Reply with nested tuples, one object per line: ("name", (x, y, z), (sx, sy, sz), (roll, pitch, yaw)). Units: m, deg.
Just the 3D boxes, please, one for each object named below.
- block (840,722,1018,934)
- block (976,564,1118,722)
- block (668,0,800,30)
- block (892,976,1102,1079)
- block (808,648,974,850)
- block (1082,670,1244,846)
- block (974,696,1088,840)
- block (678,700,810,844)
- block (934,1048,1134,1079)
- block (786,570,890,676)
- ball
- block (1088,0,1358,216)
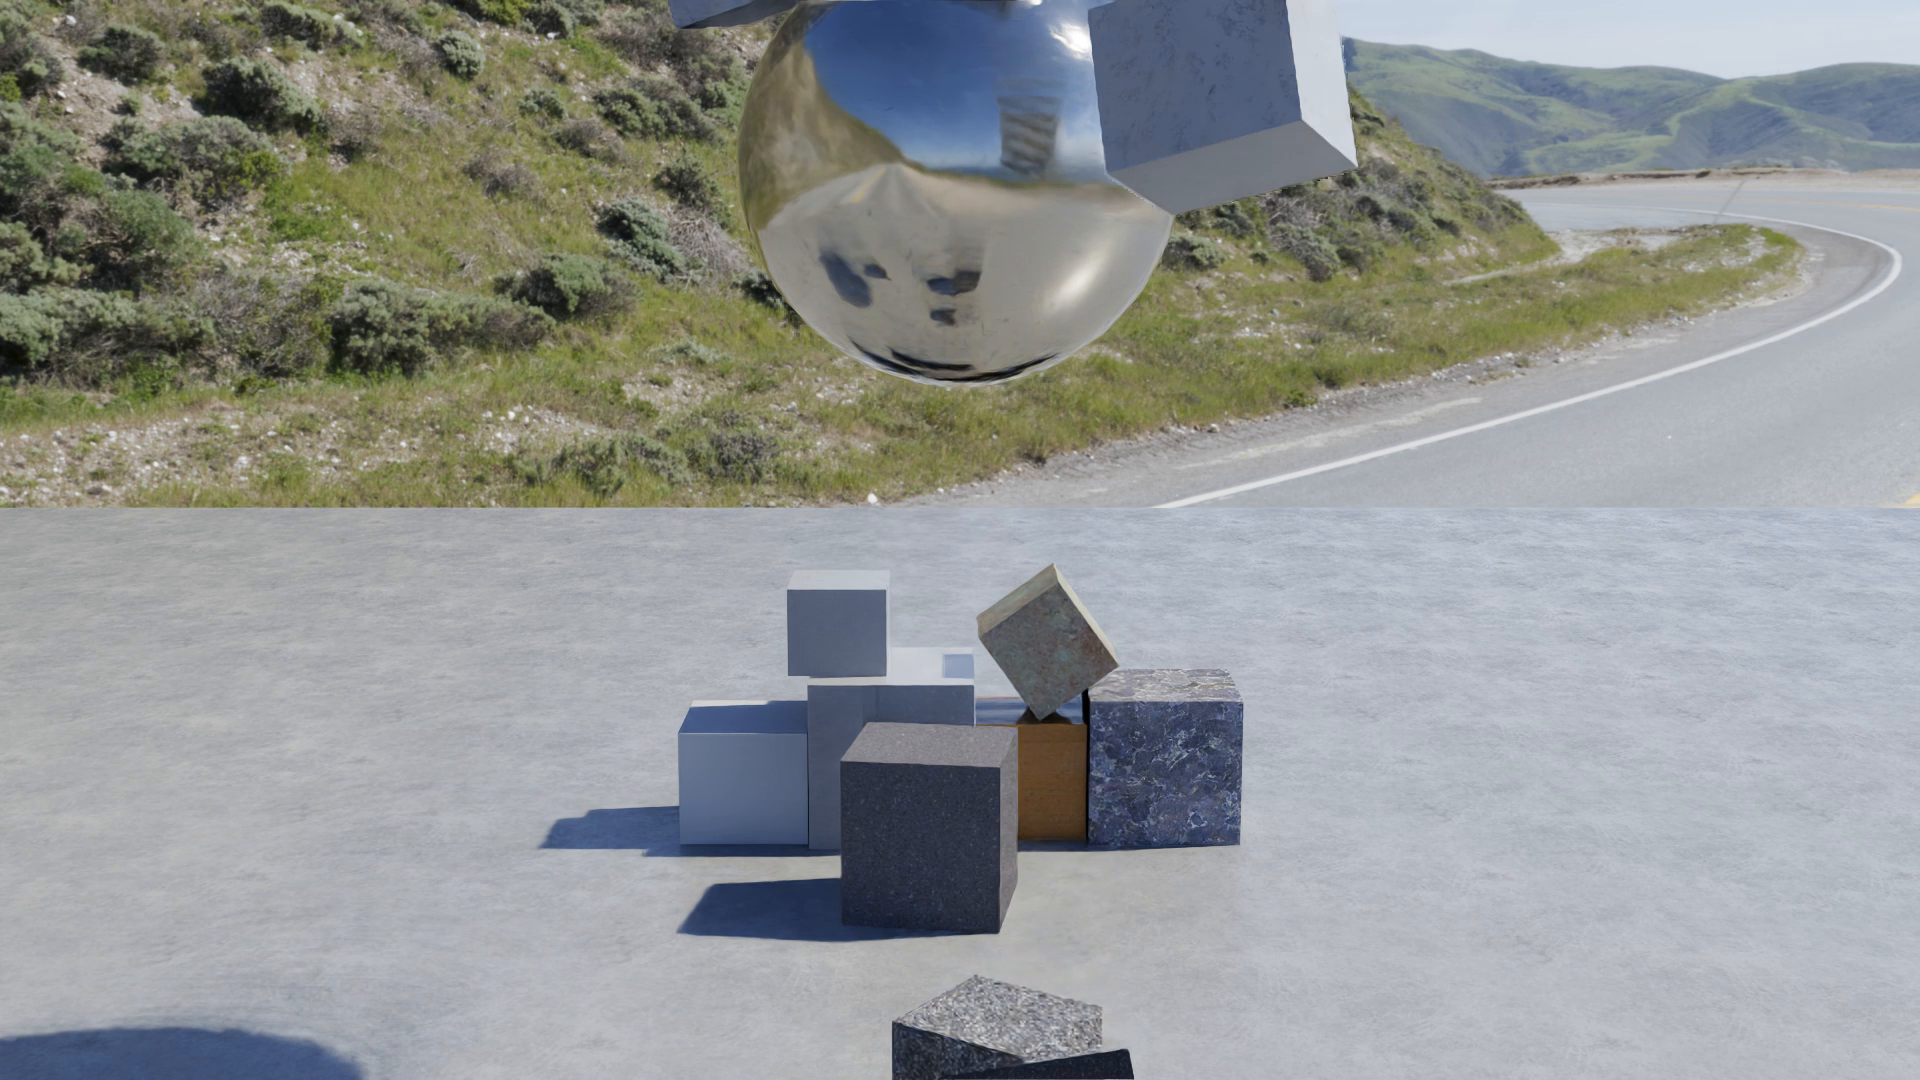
("block", (-0.131, 1.316, 10.173), (0.718, 0.772, 0.680), (1, 10, 8))
("block", (0.444, 0.518, 11.297), (0.492, 0.533, 0.506), (-35, 9, 5))
("block", (-0.775, -2.194, 7.961), (0.482, 0.539, 0.564), (-13, 9, 24))
("block", (0.130, 1.896, 7.532), (0.525, 0.575, 0.506), (7, 12, 34))
("block", (-0.343, 1.061, 11.364), (0.825, 0.846, 0.828), (0, 10, 0))
("block", (1.032, 1.111, 11.367), (0.765, 0.747, 0.684), (0, 10, 0))
("block", (0.359, 1.176, 11.392), (0.560, 0.609, 0.573), (0, 10, 0))
("block", (-1.090, 1.194, 11.389), (0.648, 0.576, 0.665), (0, 10, 0))
("block", (0.184, 1.810, 6.291), (0.563, 0.523, 0.579), (-4, -22, -17))
("block", (-0.616, 0.421, 11.276), (0.498, 0.445, 0.506), (0, 10, 0))
("ball", (0.000, -1.352, 7.903), (1.600, 1.600, 1.600), (0, 10, 0))
("block", (0.777, -1.331, 6.490), (0.597, 0.504, 0.502), (-11, -12, 26))
